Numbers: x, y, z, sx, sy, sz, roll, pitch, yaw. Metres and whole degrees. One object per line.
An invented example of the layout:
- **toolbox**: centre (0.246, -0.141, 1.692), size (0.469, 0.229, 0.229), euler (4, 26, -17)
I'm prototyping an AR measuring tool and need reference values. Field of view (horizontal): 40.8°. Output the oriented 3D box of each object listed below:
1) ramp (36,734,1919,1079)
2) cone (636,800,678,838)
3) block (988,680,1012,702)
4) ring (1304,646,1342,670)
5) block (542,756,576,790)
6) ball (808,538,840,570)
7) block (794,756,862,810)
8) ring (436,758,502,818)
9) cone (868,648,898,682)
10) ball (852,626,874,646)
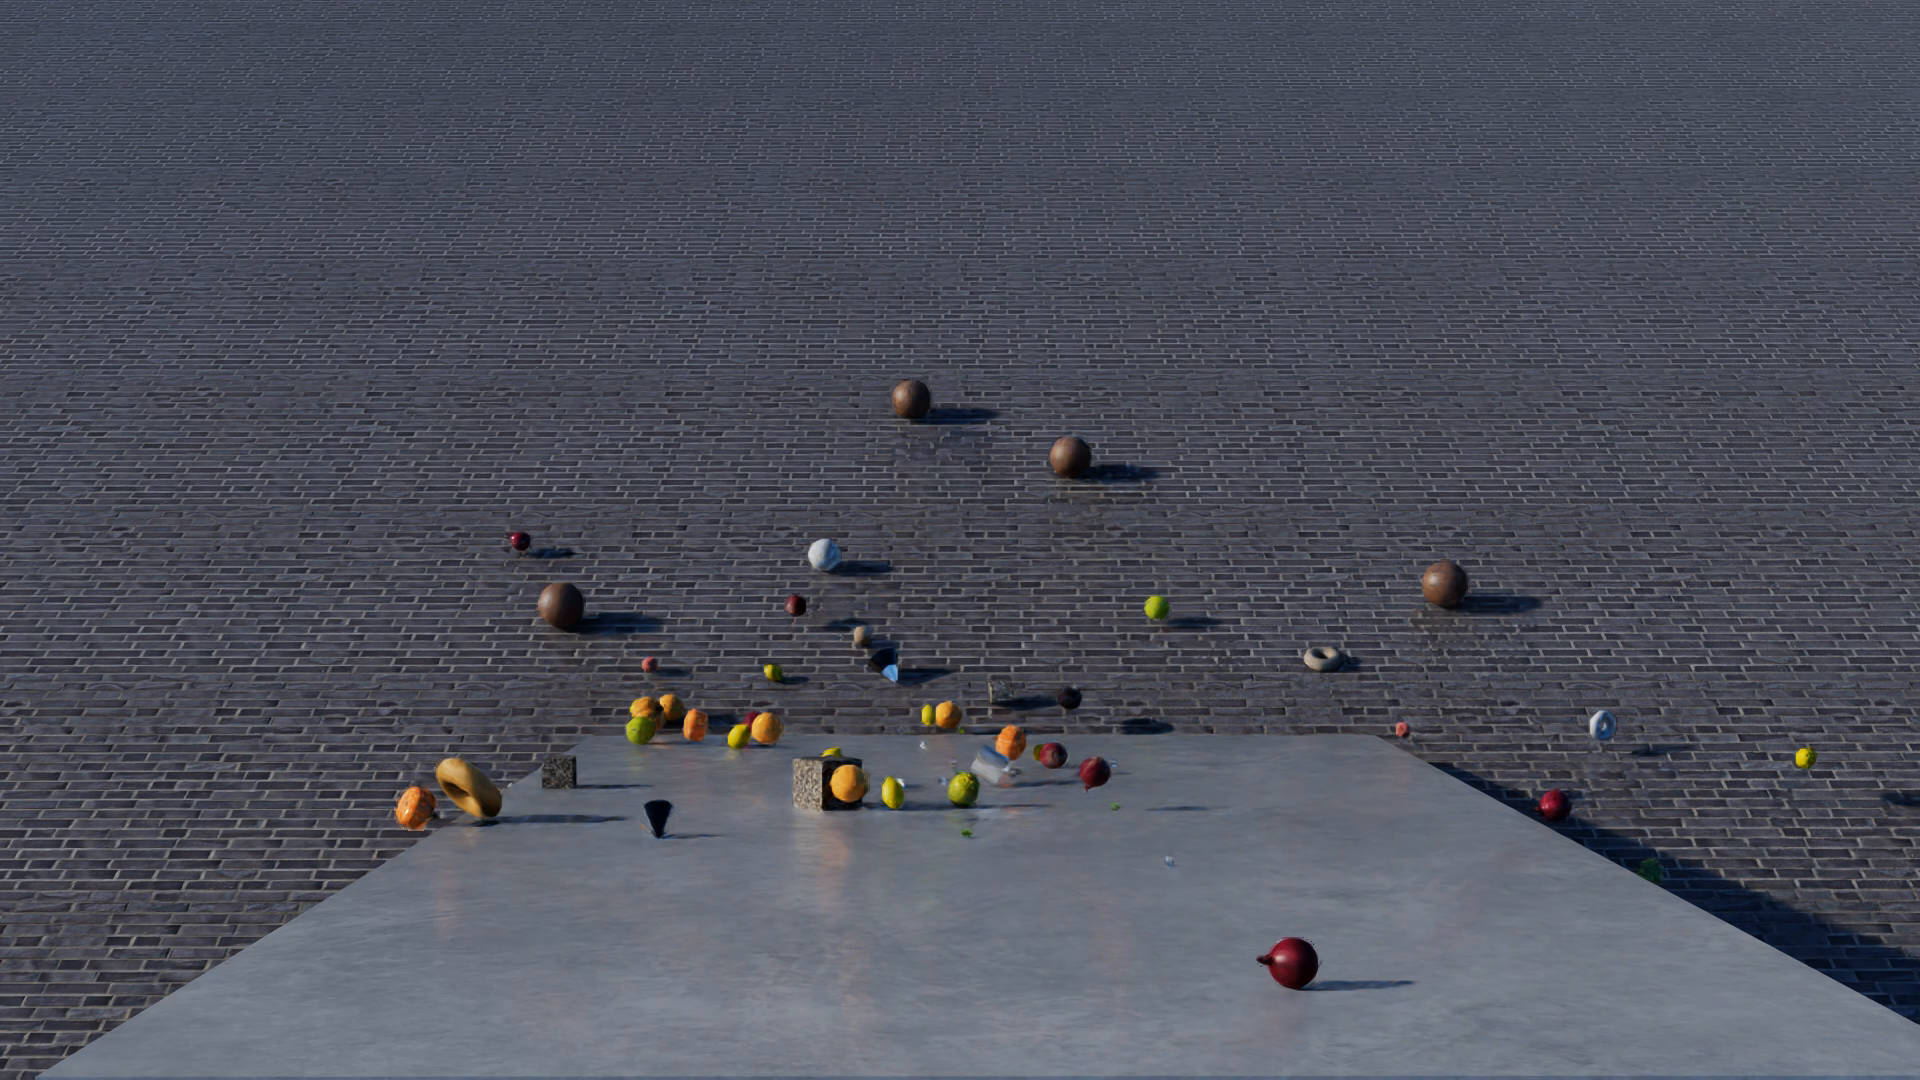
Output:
- **ramp**: centre (0.064, 0.571, 4.612), size (2.000, 0.100, 4.000), euler (0, 1, 0)
- **cone**: centre (-0.529, 0.506, 4.527), size (0.072, 0.072, 0.072), euler (-4, 24, -7)
- **block**: centre (0.107, 0.405, 6.896), size (0.053, 0.053, 0.053), euler (-6, -6, -8)
- **ring**: centre (0.995, 0.325, 7.088), size (0.104, 0.035, 0.104), euler (-1, 27, 0)
- **block**: centre (-0.831, 0.481, 5.360), size (0.064, 0.064, 0.064), euler (0, 1, -1)
- **ball**: centre (-0.396, 0.043, 7.549), size (0.094, 0.094, 0.094), euler (0, 28, 0)
- **block**: centre (-0.257, 0.470, 5.004), size (0.094, 0.094, 0.094), euler (-1, 1, -41)
- **ring**: centre (-0.906, 0.458, 4.771), size (0.142, 0.142, 0.047), euler (20, 55, 32)
- **cone**: centre (-0.189, 0.355, 7.008), size (0.090, 0.090, 0.090), euler (-13, 50, -22)
- **ball**: centre (-0.269, 0.265, 7.176), size (0.056, 0.056, 0.056), euler (0, 28, 0)
